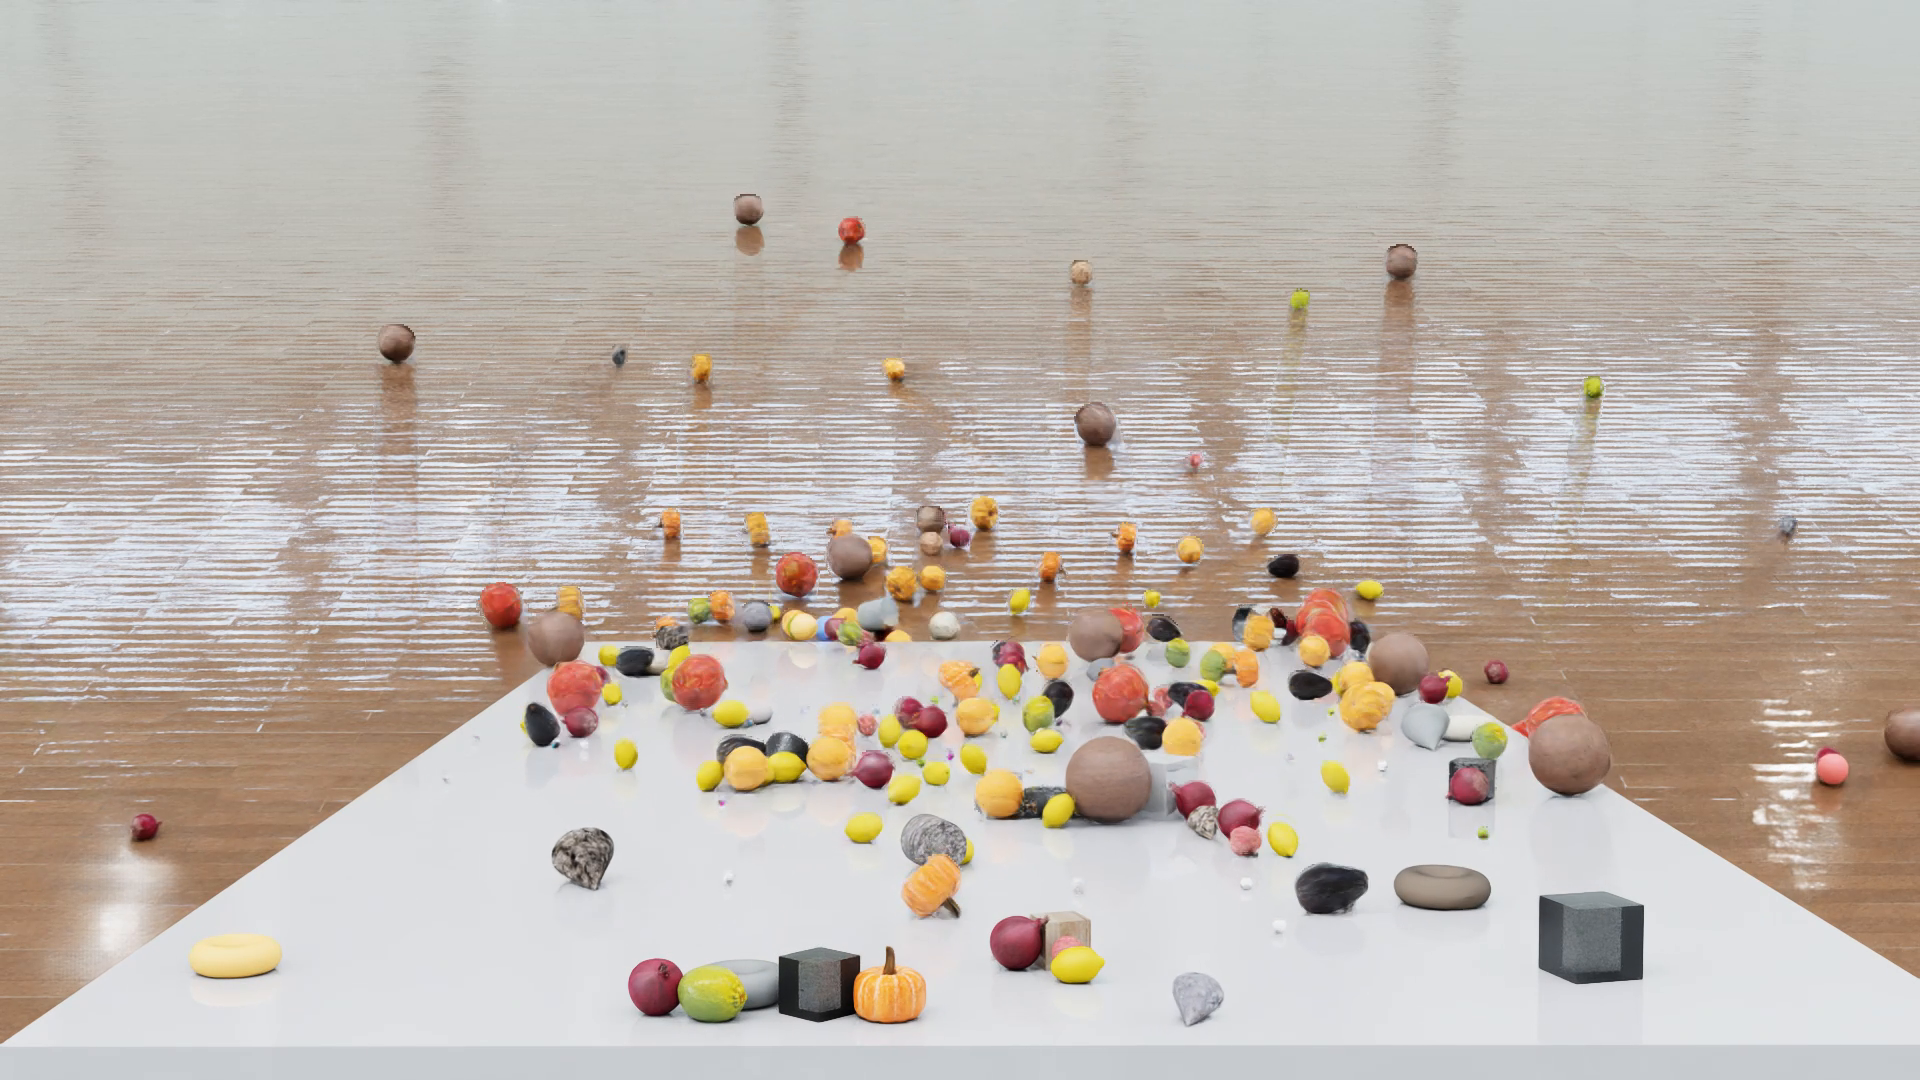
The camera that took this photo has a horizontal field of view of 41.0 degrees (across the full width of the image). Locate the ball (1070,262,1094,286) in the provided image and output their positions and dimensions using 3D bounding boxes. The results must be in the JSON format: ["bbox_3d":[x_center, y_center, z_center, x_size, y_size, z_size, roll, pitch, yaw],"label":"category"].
[{"bbox_3d":[0.485,-1.063,10.241,0.094,0.094,0.094,0,20,0],"label":"ball"}]

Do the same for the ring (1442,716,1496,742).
[{"bbox_3d":[0.925,0.346,4.729,0.117,0.039,0.117,0,2,0],"label":"ring"}]

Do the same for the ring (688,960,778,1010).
[{"bbox_3d":[-0.233,0.470,2.717,0.109,0.036,0.109,-2,3,0],"label":"ring"}]

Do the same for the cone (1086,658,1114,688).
[{"bbox_3d":[0.314,0.301,5.557,0.067,0.067,0.067,-7,45,-17],"label":"cone"}]

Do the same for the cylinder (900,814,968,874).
[{"bbox_3d":[-0.035,0.408,3.455,0.070,0.070,0.070,-8,6,-20],"label":"cylinder"}]

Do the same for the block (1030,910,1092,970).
[{"bbox_3d":[0.113,0.450,2.887,0.054,0.054,0.054,-1,4,-18],"label":"block"}]

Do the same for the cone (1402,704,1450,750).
[{"bbox_3d":[0.841,0.354,4.604,0.087,0.087,0.087,0,30,0],"label":"cone"}]

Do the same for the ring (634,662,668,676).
[{"bbox_3d":[-0.697,0.290,5.789,0.075,0.025,0.075,0,4,0],"label":"ring"}]

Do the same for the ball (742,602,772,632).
[{"bbox_3d":[-0.538,0.205,6.828,0.081,0.081,0.081,0,20,0],"label":"ball"}]

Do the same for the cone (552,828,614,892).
[{"bbox_3d":[-0.482,0.432,3.341,0.083,0.083,0.083,-6,32,-17],"label":"cone"}]

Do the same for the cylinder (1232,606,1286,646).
[{"bbox_3d":[0.749,0.215,6.421,0.096,0.096,0.096,-18,14,-40],"label":"cylinder"}]

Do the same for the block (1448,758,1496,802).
[{"bbox_3d":[0.807,0.377,4.044,0.060,0.060,0.060,2,4,25],"label":"block"}]

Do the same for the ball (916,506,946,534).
[{"bbox_3d":[-0.086,-0.054,7.524,0.086,0.086,0.086,0,20,0],"label":"ball"}]

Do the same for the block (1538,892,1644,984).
[{"bbox_3d":[0.697,0.439,2.838,0.082,0.082,0.082,-1,4,-17],"label":"block"}]

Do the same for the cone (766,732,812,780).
[{"bbox_3d":[-0.300,0.376,4.262,0.083,0.083,0.083,7,32,18],"label":"cone"}]

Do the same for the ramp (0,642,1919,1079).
[{"bbox_3d":[0.047,0.428,4.533,2.000,0.100,4.000,0,3,0],"label":"ramp"}]

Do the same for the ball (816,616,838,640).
[{"bbox_3d":[-0.353,0.232,6.775,0.066,0.066,0.066,0,20,0],"label":"ball"}]

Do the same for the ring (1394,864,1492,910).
[{"bbox_3d":[0.607,0.436,3.230,0.121,0.040,0.121,1,4,0],"label":"ring"}]

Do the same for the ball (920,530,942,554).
[{"bbox_3d":[-0.083,0.008,7.383,0.067,0.067,0.067,0,20,0],"label":"ball"}]

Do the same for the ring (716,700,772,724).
[{"bbox_3d":[-0.418,0.334,4.966,0.112,0.037,0.112,-1,4,0],"label":"ring"}]

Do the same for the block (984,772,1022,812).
[{"bbox_3d":[0.067,0.387,3.939,0.054,0.054,0.054,0,3,7],"label":"block"}]

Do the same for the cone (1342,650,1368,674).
[{"bbox_3d":[0.875,0.288,5.791,0.061,0.061,0.061,16,40,37],"label":"cone"}]

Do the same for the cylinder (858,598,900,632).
[{"bbox_3d":[-0.213,0.195,6.689,0.078,0.078,0.078,-15,9,35],"label":"cylinder"}]

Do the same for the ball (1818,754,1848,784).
[{"bbox_3d":[2.026,0.532,5.959,0.070,0.070,0.070,0,20,0],"label":"ball"}]

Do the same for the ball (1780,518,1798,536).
[{"bbox_3d":[2.430,-0.039,7.534,0.050,0.050,0.050,0,20,0],"label":"ball"}]

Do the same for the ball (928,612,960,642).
[{"bbox_3d":[-0.041,0.228,6.733,0.081,0.081,0.081,0,20,0],"label":"ball"}]

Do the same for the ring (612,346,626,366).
[{"bbox_3d":[-1.216,-0.658,9.172,0.025,0.075,0.075,8,22,18],"label":"ring"}]

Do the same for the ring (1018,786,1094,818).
[{"bbox_3d":[0.145,0.397,3.895,0.116,0.039,0.116,2,0,0],"label":"ring"}]

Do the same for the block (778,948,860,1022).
[{"bbox_3d":[-0.146,0.461,2.664,0.060,0.060,0.060,3,5,43],"label":"block"}]

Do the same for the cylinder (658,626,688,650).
[{"bbox_3d":[-0.705,0.241,6.312,0.057,0.057,0.057,0,18,-29],"label":"cylinder"}]

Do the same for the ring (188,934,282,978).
[{"bbox_3d":[-0.807,0.463,2.861,0.101,0.034,0.101,0,5,0],"label":"ring"}]

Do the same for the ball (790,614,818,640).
[{"bbox_3d":[-0.397,0.222,6.546,0.070,0.070,0.070,0,20,0],"label":"ball"}]

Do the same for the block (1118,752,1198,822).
[{"bbox_3d":[0.301,0.373,3.891,0.086,0.086,0.086,3,4,39],"label":"block"}]
